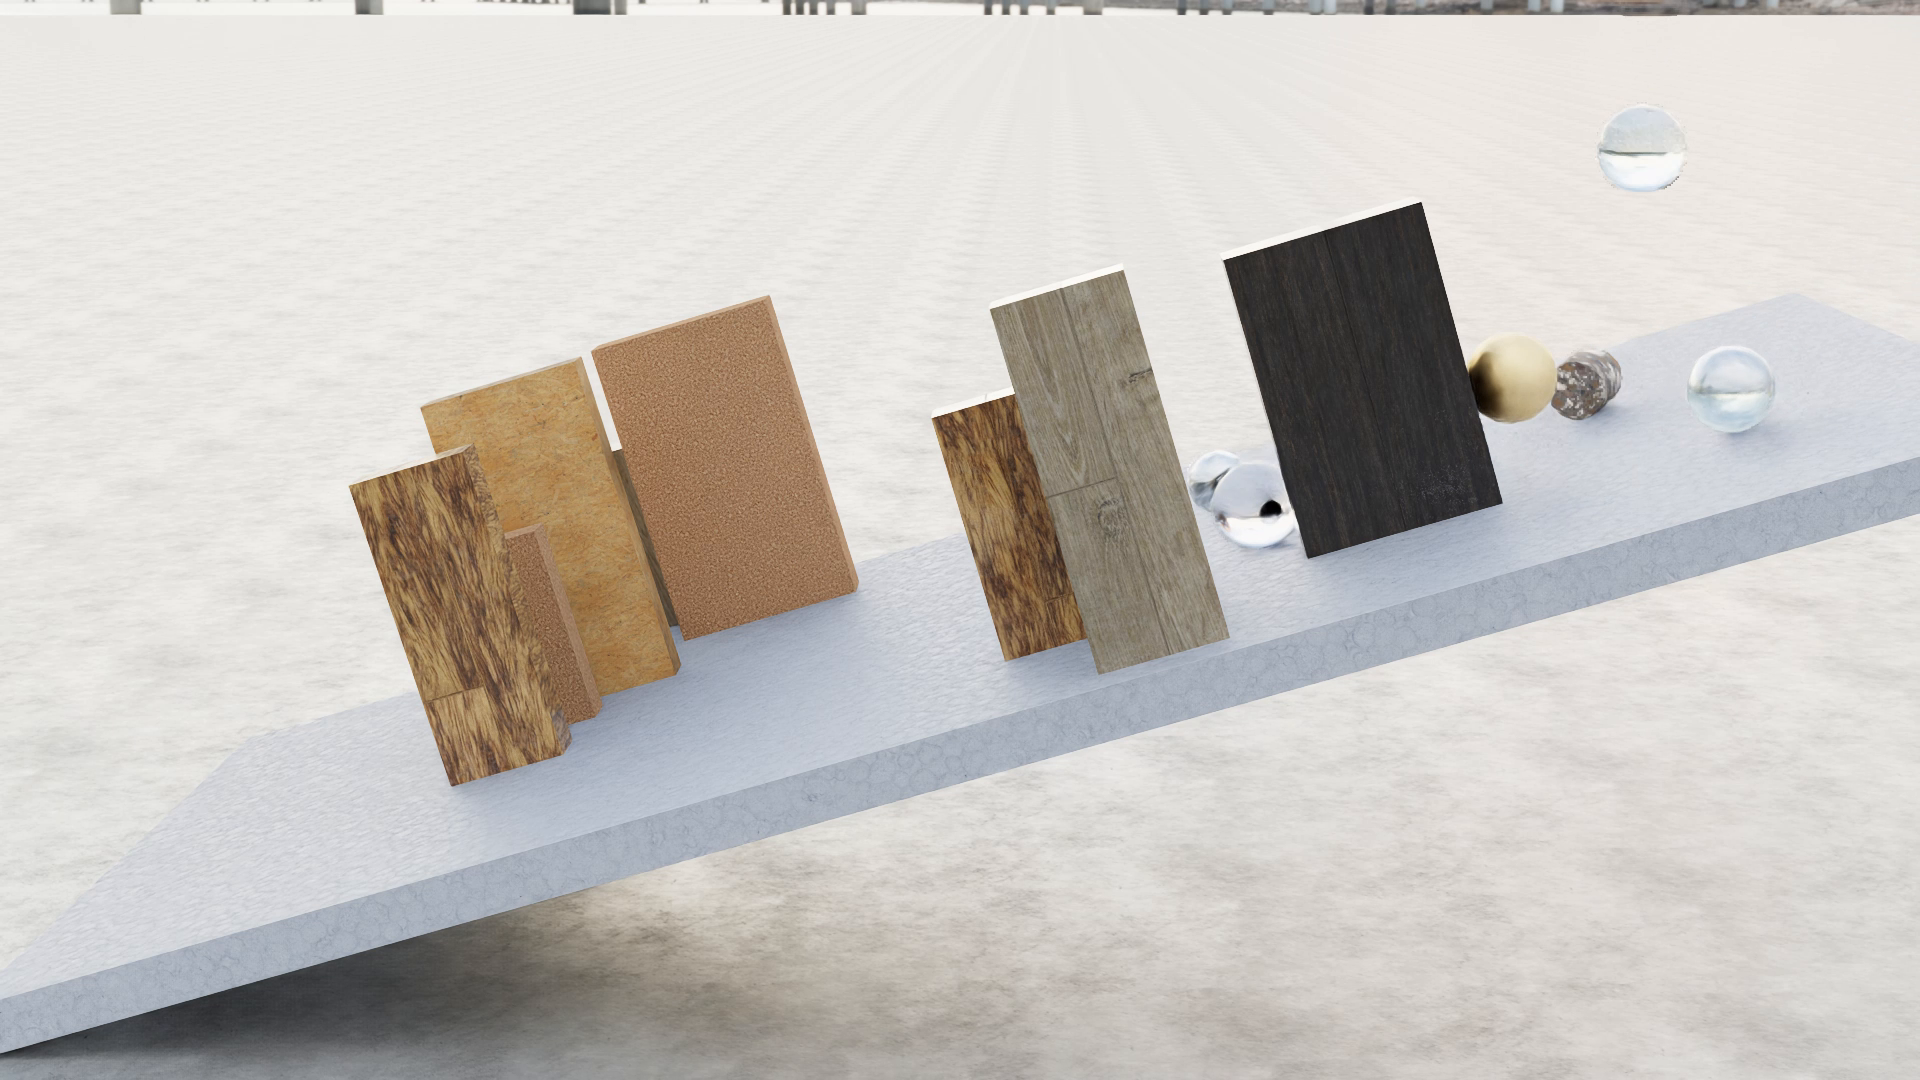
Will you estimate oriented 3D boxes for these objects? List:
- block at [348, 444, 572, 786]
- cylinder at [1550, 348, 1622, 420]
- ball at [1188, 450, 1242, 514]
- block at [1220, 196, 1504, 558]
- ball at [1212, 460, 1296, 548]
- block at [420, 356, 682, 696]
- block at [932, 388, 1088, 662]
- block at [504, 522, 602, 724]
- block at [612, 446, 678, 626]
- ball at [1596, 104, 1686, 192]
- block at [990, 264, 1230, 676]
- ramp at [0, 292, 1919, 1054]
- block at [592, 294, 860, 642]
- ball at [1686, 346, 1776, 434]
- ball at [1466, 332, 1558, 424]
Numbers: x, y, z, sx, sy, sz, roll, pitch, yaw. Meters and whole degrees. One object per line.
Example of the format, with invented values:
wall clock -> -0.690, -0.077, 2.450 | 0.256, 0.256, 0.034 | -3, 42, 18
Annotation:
block -> -1.039, 0.157, 6.140 | 0.248, 0.666, 0.120 | -16, 10, 5
cylinder -> 1.363, -0.342, 6.420 | 0.130, 0.130, 0.130 | 6, 20, 28
ball -> 0.576, -0.128, 6.537 | 0.140, 0.140, 0.140 | 0, 11, 0
block -> 0.795, -0.322, 5.840 | 0.399, 0.619, 0.140 | -16, 10, 5
ball -> 0.611, -0.073, 6.057 | 0.181, 0.181, 0.181 | 0, 11, 0
block -> -0.915, -0.004, 6.605 | 0.360, 0.739, 0.102 | -16, 10, 5
block -> 0.224, -0.068, 5.742 | 0.430, 0.502, 0.110 | -16, 10, 5
block -> -1.003, 0.216, 6.437 | 0.312, 0.431, 0.104 | -16, 10, 5
block -> -0.805, -0.001, 7.226 | 0.251, 0.456, 0.087 | -16, 10, 5
ball -> 1.340, -0.769, 5.783 | 0.171, 0.171, 0.171 | 0, 11, 0
block -> 0.276, -0.129, 5.396 | 0.251, 0.705, 0.115 | -16, 10, 5
ramp -> 0.092, 0.186, 6.318 | 4.000, 0.100, 2.000 | -16, 10, 5
block -> -0.551, -0.170, 6.956 | 0.427, 0.721, 0.119 | -16, 10, 5
ball -> 1.519, -0.297, 5.792 | 0.172, 0.172, 0.172 | 0, 11, 0
ball -> 1.102, -0.324, 5.884 | 0.182, 0.182, 0.182 | 0, 11, 0
